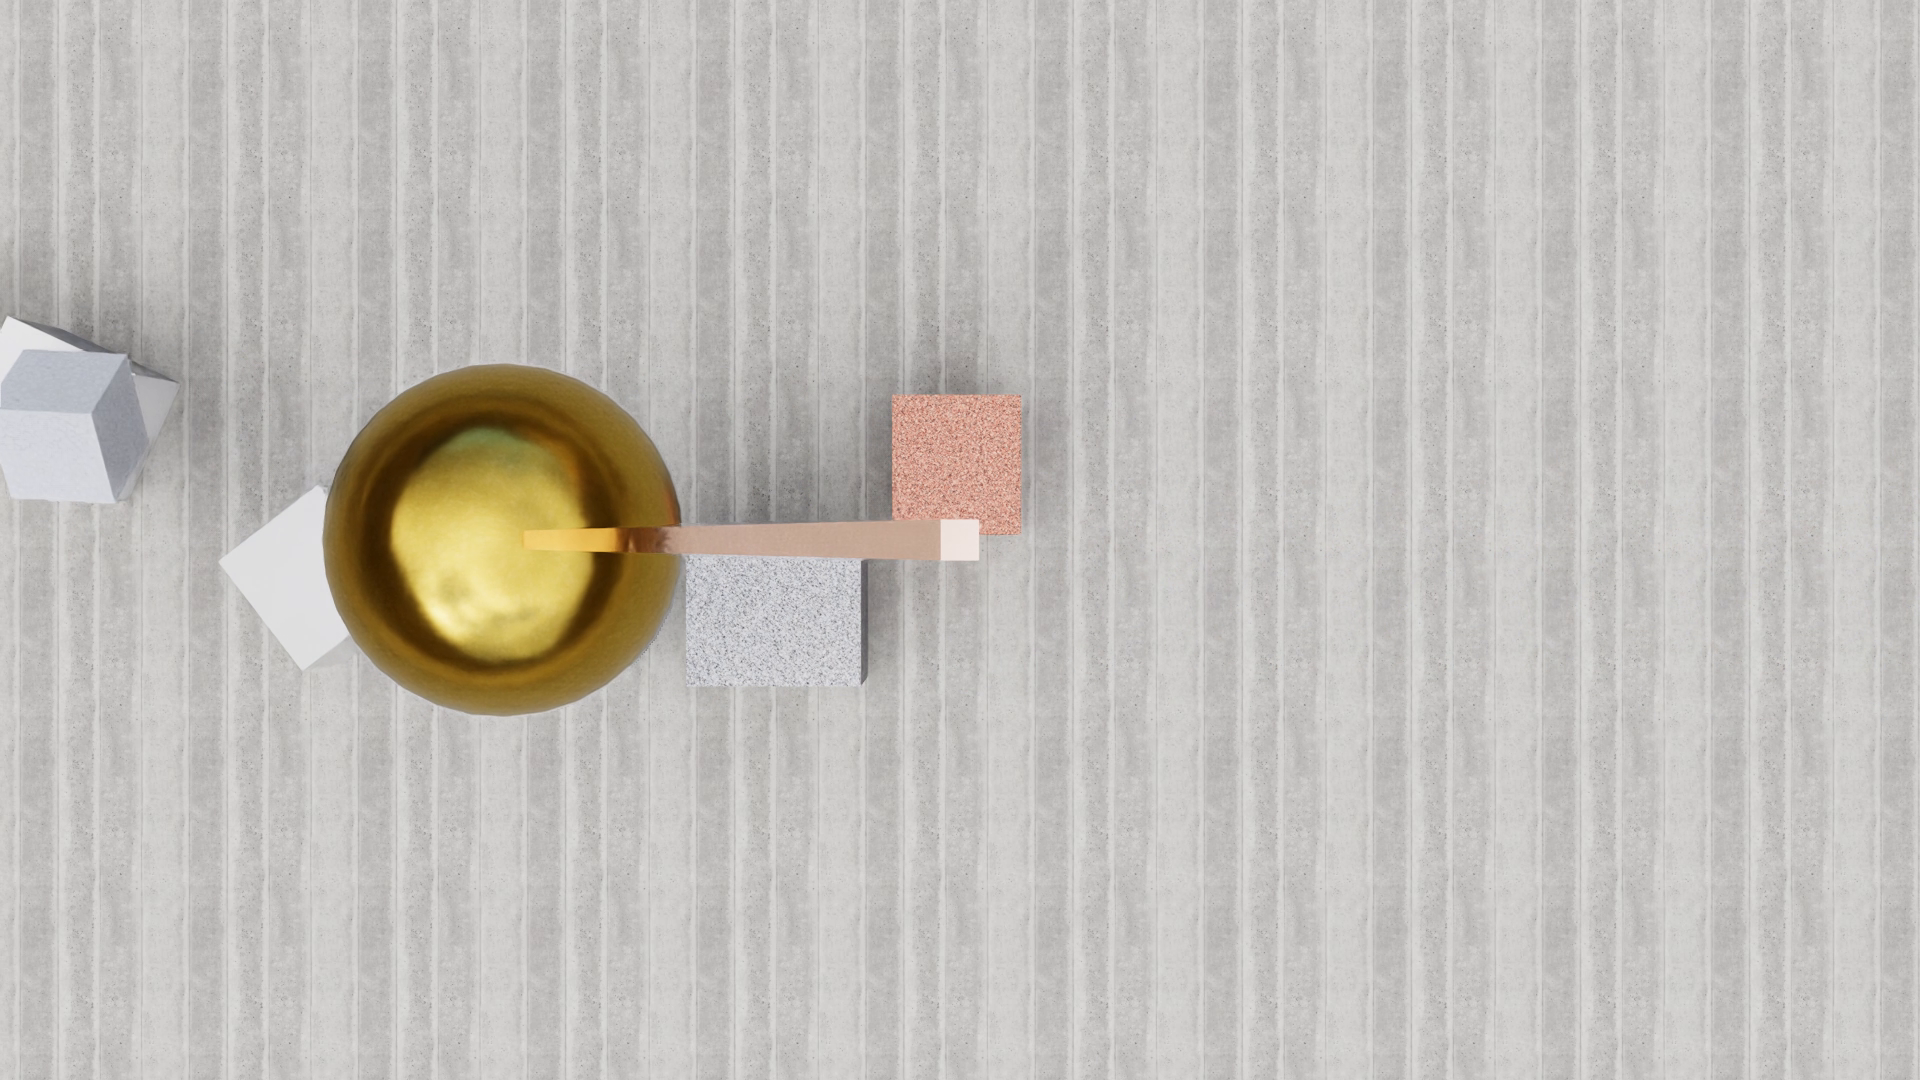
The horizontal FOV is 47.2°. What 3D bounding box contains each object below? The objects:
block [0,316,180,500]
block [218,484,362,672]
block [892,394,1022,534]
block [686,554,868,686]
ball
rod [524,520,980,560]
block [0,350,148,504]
[{"bbox_3d":[-5.117,-0.742,12.633,0.782,0.734,0.761,25,90,0],"label":"block"},{"bbox_3d":[-3.586,0.209,12.567,0.696,0.867,0.764,-38,90,0],"label":"block"},{"bbox_3d":[-0.018,-0.416,12.565,0.710,0.869,0.770,0,90,0],"label":"block"},{"bbox_3d":[-1.022,0.392,12.526,0.958,0.948,0.822,0,90,0],"label":"block"},{"bbox_3d":[-2.056,0.000,9.948,1.600,1.600,1.600,0,90,0],"label":"ball"},{"bbox_3d":[-0.891,0.000,6.754,0.080,5.200,0.080,0,90,-20],"label":"rod"},{"bbox_3d":[-4.803,-0.614,11.860,0.560,0.555,0.593,3,129,1],"label":"block"}]
